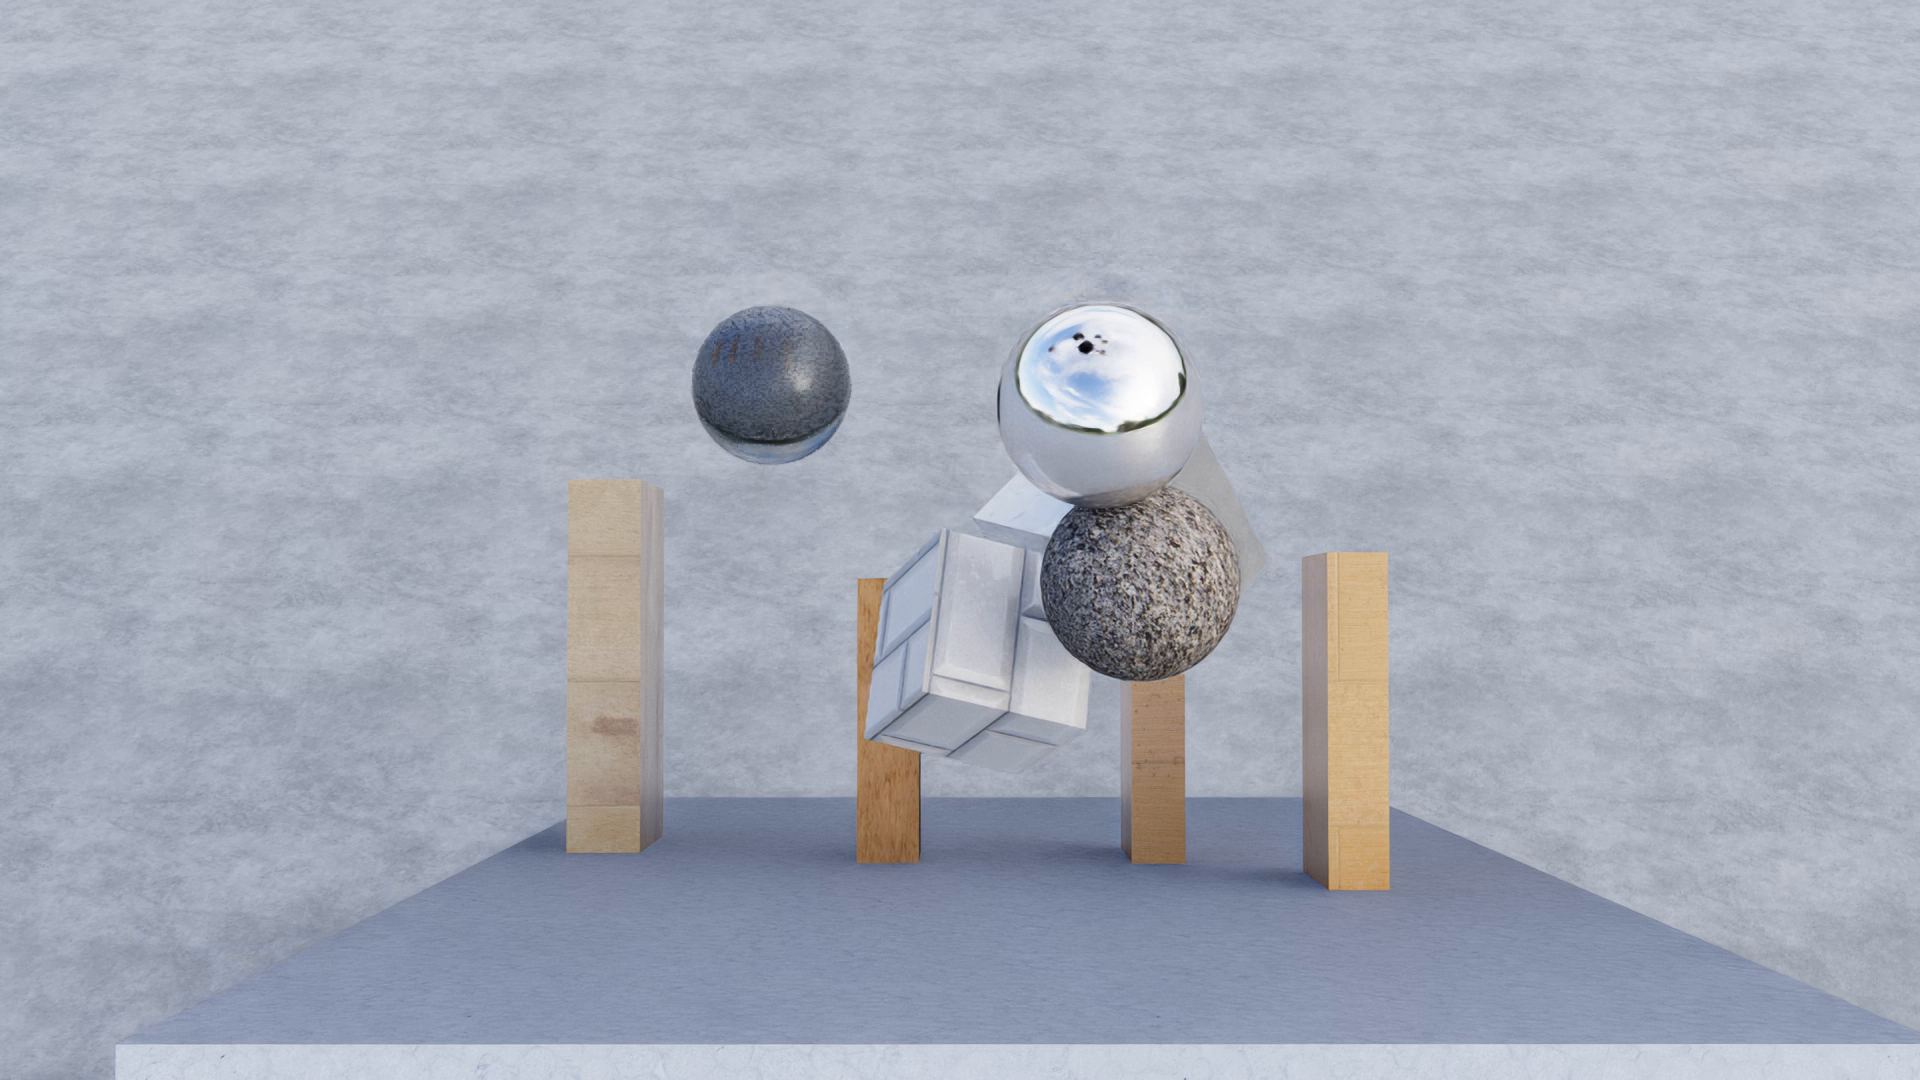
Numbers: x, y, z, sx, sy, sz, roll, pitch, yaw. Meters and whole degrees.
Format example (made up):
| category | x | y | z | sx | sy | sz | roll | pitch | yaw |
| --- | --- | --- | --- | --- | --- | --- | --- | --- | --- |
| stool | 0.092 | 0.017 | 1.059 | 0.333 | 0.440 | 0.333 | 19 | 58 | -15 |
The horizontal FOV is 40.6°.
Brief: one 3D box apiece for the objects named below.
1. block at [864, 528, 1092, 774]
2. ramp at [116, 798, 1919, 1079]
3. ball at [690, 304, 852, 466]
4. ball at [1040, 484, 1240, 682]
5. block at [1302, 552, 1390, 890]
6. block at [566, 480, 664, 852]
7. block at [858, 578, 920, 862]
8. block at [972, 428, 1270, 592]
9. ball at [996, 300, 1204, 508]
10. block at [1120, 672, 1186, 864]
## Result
| category | x | y | z | sx | sy | sz | roll | pitch | yaw |
| --- | --- | --- | --- | --- | --- | --- | --- | --- | --- |
| block | 0.022 | 0.116 | 2.637 | 0.172 | 0.172 | 0.172 | 14 | 66 | -17 |
| ramp | 0.077 | 0.664 | 4.834 | 2.000 | 0.100 | 4.000 | 0 | -2 | 0 |
| ball | -0.217 | -0.179 | 2.995 | 0.185 | 0.185 | 0.185 | 0 | 35 | 0 |
| ball | 0.171 | 0.039 | 2.469 | 0.190 | 0.190 | 0.190 | 0 | 35 | 0 |
| block | 0.686 | 0.317 | 4.643 | 0.105 | 0.581 | 0.335 | 0 | -2 | 0 |
| block | -0.713 | 0.258 | 5.406 | 0.147 | 0.747 | 0.410 | 0 | -2 | 0 |
| block | -0.138 | 0.350 | 5.115 | 0.118 | 0.545 | 0.261 | 0 | -2 | 0 |
| block | 0.185 | -0.001 | 2.967 | 0.200 | 0.200 | 0.200 | -45 | 33 | -22 |
| ball | 0.128 | -0.124 | 2.377 | 0.190 | 0.190 | 0.190 | 0 | 35 | 0 |
| block | 0.380 | 0.335 | 5.139 | 0.103 | 0.575 | 0.327 | 0 | -2 | 0 |
